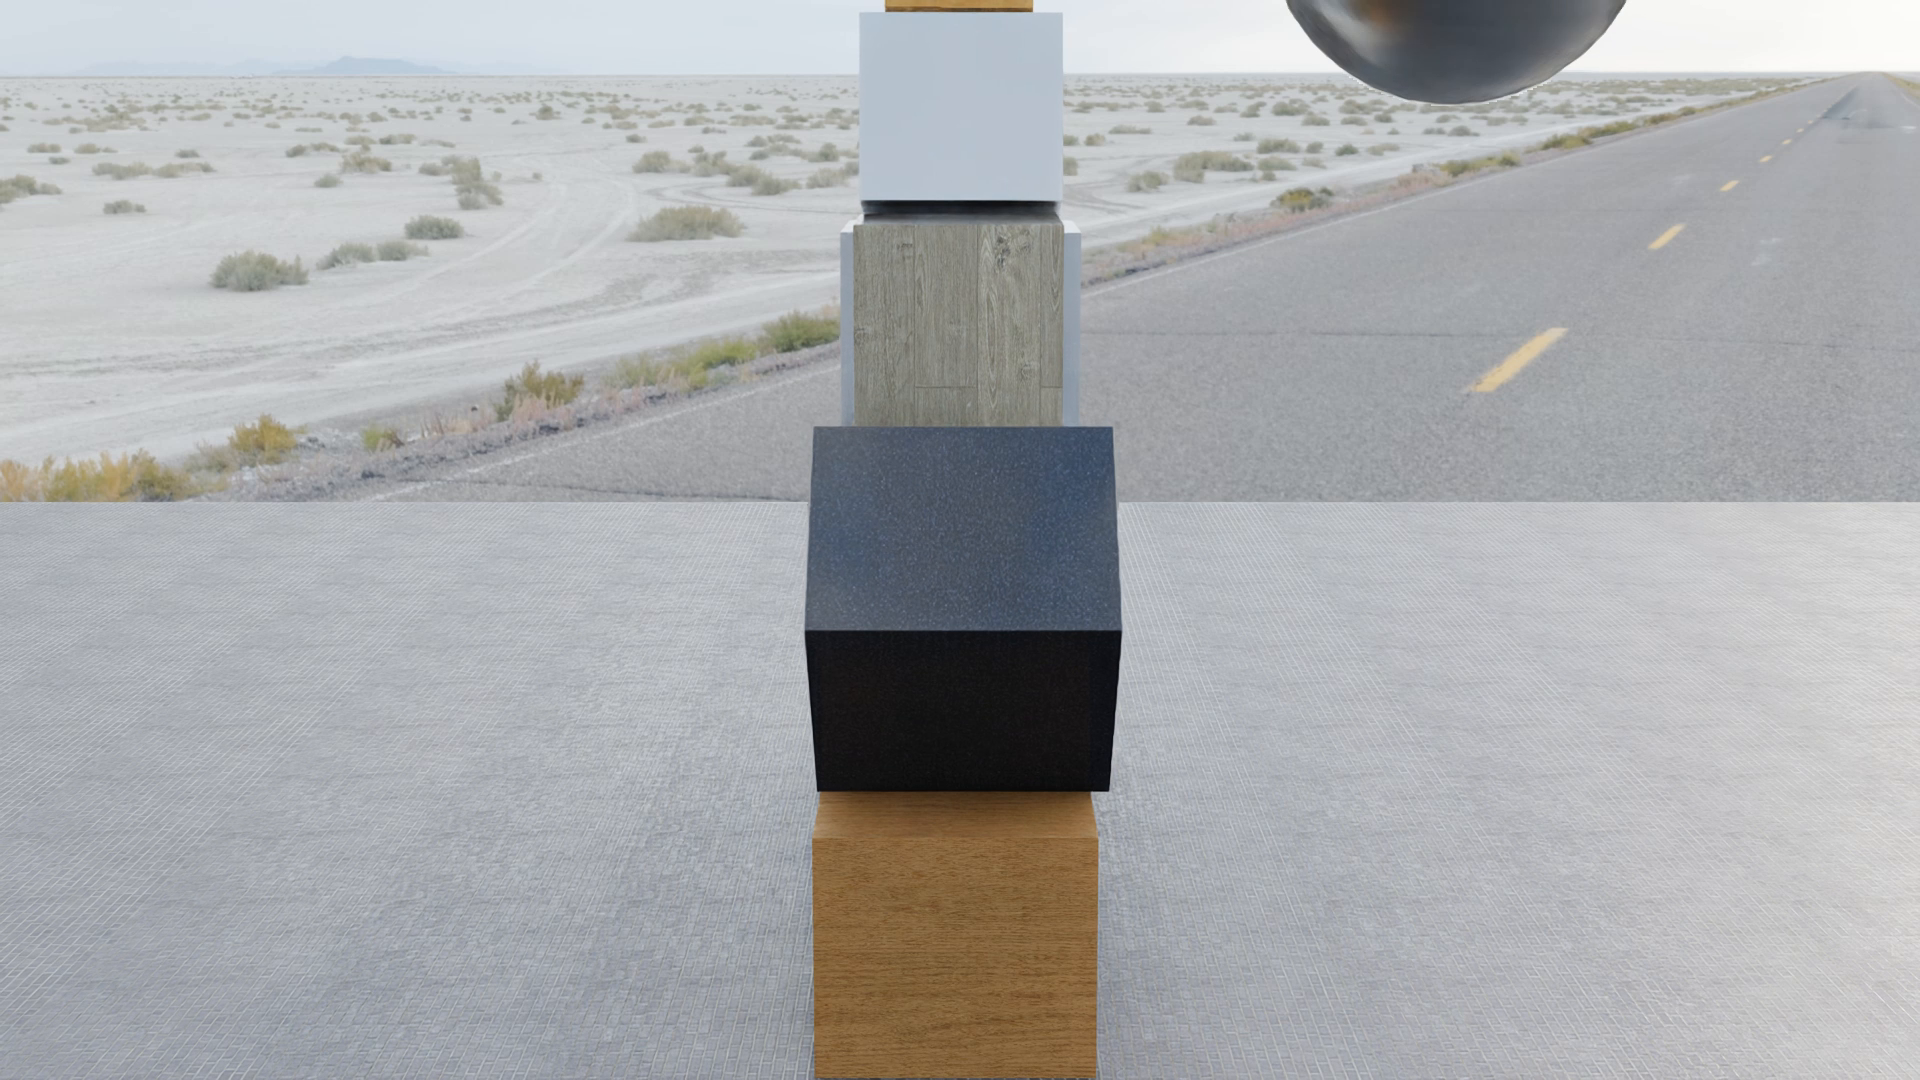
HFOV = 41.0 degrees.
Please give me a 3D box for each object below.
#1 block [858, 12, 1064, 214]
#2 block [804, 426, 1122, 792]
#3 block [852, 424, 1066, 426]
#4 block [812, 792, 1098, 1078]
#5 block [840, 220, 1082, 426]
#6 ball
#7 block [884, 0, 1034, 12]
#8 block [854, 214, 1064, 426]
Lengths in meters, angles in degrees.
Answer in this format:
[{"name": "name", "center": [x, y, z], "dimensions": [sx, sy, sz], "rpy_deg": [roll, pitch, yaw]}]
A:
[{"name": "block", "center": [0.005, -1.779, 10.948], "dimensions": [0.838, 0.773, 0.817], "rpy_deg": [0, 0, 0]}, {"name": "block", "center": [0.012, 0.260, 9.401], "dimensions": [1.082, 1.001, 0.918], "rpy_deg": [0, 51, 0]}, {"name": "block", "center": [-0.006, 0.012, 10.662], "dimensions": [0.909, 0.894, 0.778], "rpy_deg": [0, 10, 0]}, {"name": "block", "center": [-0.016, 1.376, 9.527], "dimensions": [0.997, 0.883, 1.059], "rpy_deg": [0, 10, 0]}, {"name": "block", "center": [0.004, -0.915, 11.417], "dimensions": [1.023, 0.960, 0.920], "rpy_deg": [0, 10, 0]}, {"name": "ball", "center": [2.074, -2.627, 10.703], "dimensions": [1.600, 1.600, 1.600], "rpy_deg": [0, 10, 0]}, {"name": "block", "center": [0.000, -2.563, 10.965], "dimensions": [0.617, 0.764, 0.746], "rpy_deg": [1, -2, 0]}, {"name": "block", "center": [-0.005, -0.872, 10.547], "dimensions": [0.830, 0.886, 0.771], "rpy_deg": [0, 10, 0]}]
